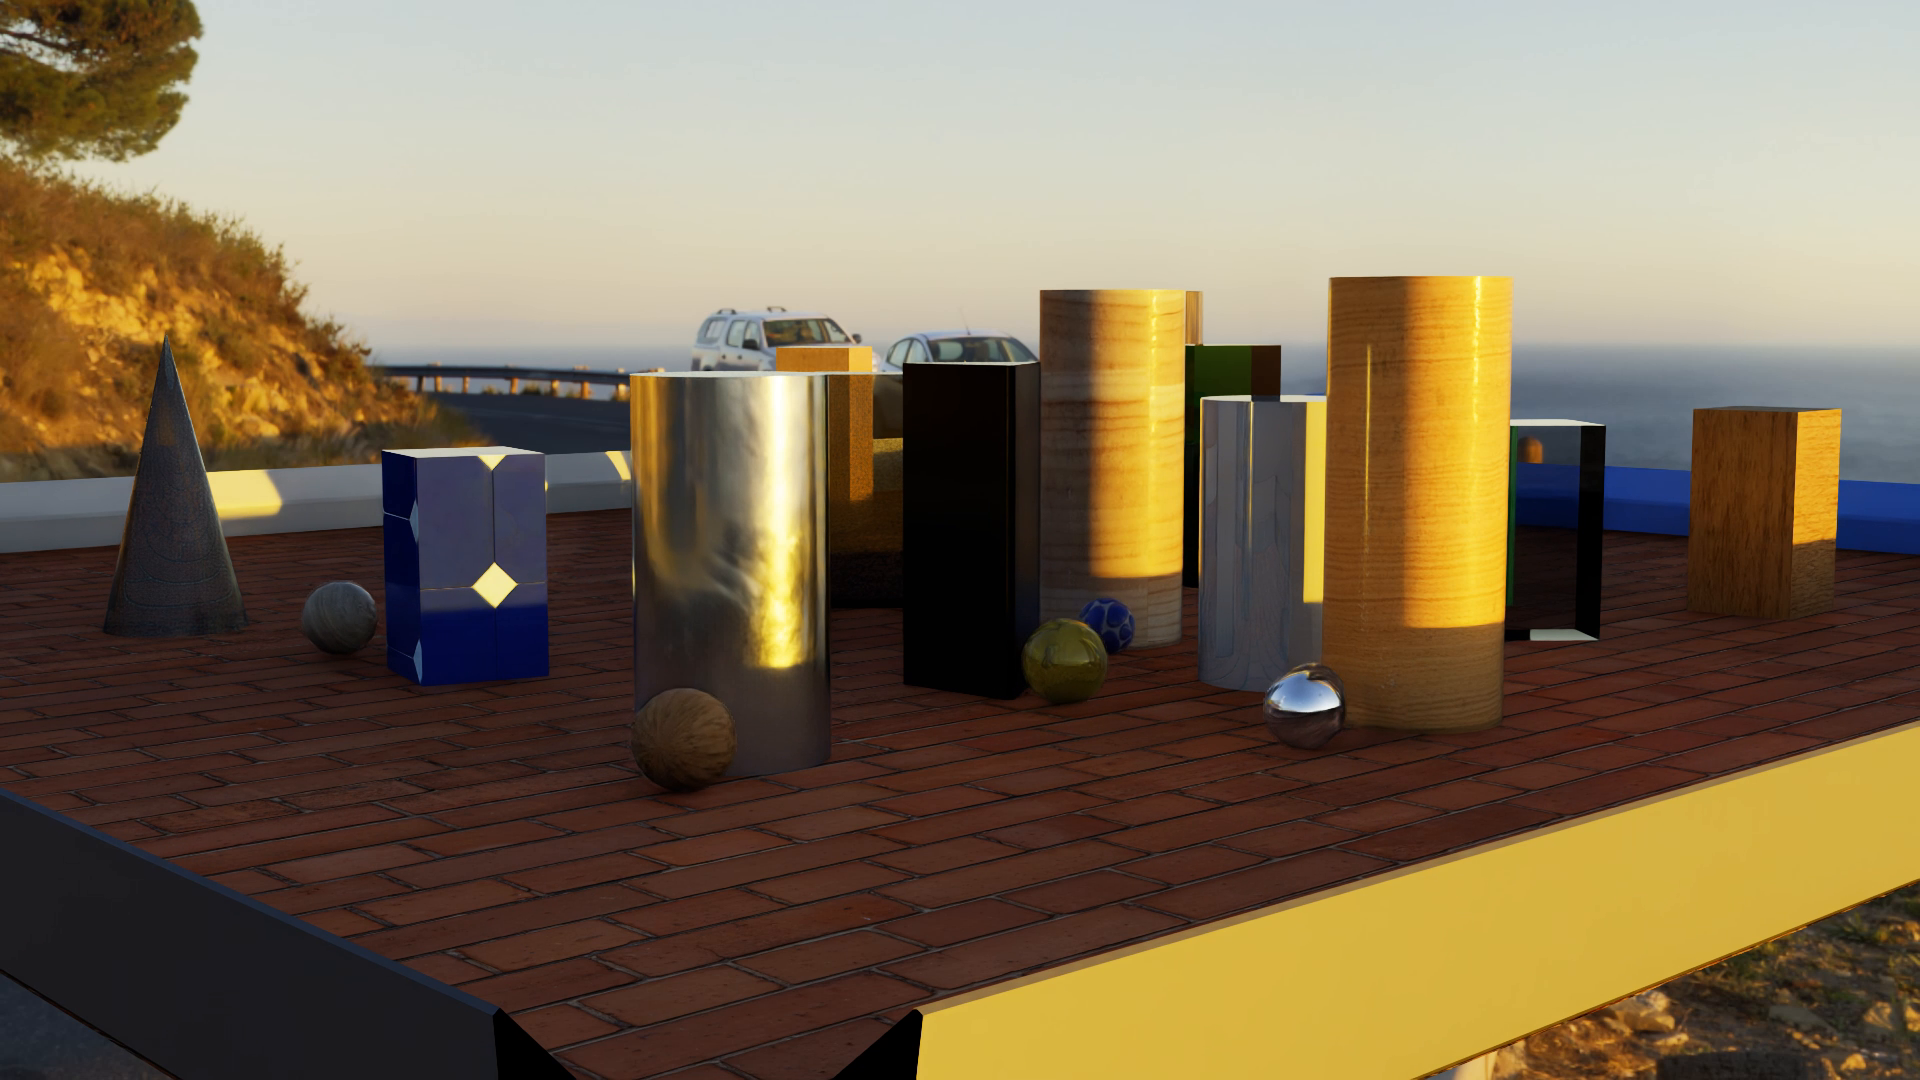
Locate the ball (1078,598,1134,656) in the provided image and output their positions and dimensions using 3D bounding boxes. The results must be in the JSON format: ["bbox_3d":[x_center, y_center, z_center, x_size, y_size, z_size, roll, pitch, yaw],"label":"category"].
[{"bbox_3d":[0.188,0.111,2.841,0.075,0.075,0.075,0,6,0],"label":"ball"}]

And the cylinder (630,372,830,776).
[{"bbox_3d":[-0.227,0.027,2.180,0.195,0.381,0.195,0,6,0],"label":"cylinder"}]

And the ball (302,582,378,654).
[{"bbox_3d":[-0.801,0.101,2.844,0.095,0.095,0.095,0,6,0],"label":"ball"}]

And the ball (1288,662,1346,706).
[{"bbox_3d":[0.374,0.166,2.337,0.071,0.071,0.071,0,6,0],"label":"ball"}]

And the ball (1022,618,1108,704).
[{"bbox_3d":[0.118,0.137,2.485,0.097,0.097,0.097,0,6,0],"label":"ball"}]

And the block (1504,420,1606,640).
[{"bbox_3d":[0.783,-0.017,3.031,0.156,0.290,0.156,0,6,-3],"label":"block"}]

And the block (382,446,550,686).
[{"bbox_3d":[-0.607,0.028,2.696,0.156,0.272,0.156,-3,7,-29],"label":"block"}]

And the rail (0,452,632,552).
[{"bbox_3d":[-1.142,-0.096,4.562,3.484,0.127,0.045,-5,8,-42],"label":"rail"}]

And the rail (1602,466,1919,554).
[{"bbox_3d":[1.263,-0.088,4.491,0.045,0.127,3.414,-5,8,-42],"label":"rail"}]

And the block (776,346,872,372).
[{"bbox_3d":[-0.279,-0.215,4.552,0.156,0.368,0.156,2,6,15],"label":"block"}]

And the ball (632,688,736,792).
[{"bbox_3d":[-0.257,0.185,2.039,0.096,0.096,0.096,0,6,0],"label":"ball"}]

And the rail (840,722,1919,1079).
[{"bbox_3d":[1.142,0.162,2.101,3.484,0.127,0.045,-5,8,-42],"label":"rail"}]

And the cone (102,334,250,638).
[{"bbox_3d":[-1.101,-0.083,3.070,0.195,0.415,0.195,0,6,0],"label":"cone"}]

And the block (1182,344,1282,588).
[{"bbox_3d":[0.417,-0.126,3.608,0.156,0.388,0.156,-2,6,-21],"label":"block"}]

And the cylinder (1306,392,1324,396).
[{"bbox_3d":[0.680,-0.094,3.716,0.195,0.302,0.195,0,6,0],"label":"cylinder"}]

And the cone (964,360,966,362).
[{"bbox_3d":[0.010,-0.208,4.615,0.195,0.340,0.195,0,6,0],"label":"cone"}]

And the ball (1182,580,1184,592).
[{"bbox_3d":[0.295,0.068,3.261,0.074,0.074,0.074,0,6,0],"label":"ball"}]

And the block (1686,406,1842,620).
[{"bbox_3d":[1.190,-0.045,3.256,0.156,0.299,0.156,6,8,43],"label":"block"}]

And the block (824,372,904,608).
[{"bbox_3d":[-0.143,-0.080,3.350,0.156,0.349,0.156,0,6,-4],"label":"block"}]

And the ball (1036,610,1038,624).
[{"bbox_3d":[0.083,0.106,3.015,0.050,0.050,0.050,0,6,0],"label":"ball"}]

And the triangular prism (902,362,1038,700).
[{"bbox_3d":[0.044,-0.018,2.605,0.169,0.382,0.146,5,8,42],"label":"triangular prism"}]

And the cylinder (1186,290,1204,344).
[{"bbox_3d":[0.342,-0.211,3.991,0.195,0.477,0.195,0,6,0],"label":"cylinder"}]

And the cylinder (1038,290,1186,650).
[{"bbox_3d":[0.203,-0.099,2.954,0.195,0.470,0.195,0,6,0],"label":"cylinder"}]

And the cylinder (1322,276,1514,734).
[{"bbox_3d":[0.494,-0.044,2.385,0.195,0.479,0.195,0,6,0],"label":"cylinder"}]

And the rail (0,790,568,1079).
[{"bbox_3d":[-1.263,0.154,2.173,0.045,0.127,3.414,-5,8,-42],"label":"rail"}]

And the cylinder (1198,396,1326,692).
[{"bbox_3d":[0.385,0.000,2.642,0.195,0.339,0.195,0,6,0],"label":"cylinder"}]

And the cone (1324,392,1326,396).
[{"bbox_3d":[0.539,-0.069,3.215,0.195,0.356,0.195,0,6,0],"label":"cone"}]

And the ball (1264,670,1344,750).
[{"bbox_3d":[0.350,0.173,2.232,0.080,0.080,0.080,0,6,0],"label":"ball"}]
